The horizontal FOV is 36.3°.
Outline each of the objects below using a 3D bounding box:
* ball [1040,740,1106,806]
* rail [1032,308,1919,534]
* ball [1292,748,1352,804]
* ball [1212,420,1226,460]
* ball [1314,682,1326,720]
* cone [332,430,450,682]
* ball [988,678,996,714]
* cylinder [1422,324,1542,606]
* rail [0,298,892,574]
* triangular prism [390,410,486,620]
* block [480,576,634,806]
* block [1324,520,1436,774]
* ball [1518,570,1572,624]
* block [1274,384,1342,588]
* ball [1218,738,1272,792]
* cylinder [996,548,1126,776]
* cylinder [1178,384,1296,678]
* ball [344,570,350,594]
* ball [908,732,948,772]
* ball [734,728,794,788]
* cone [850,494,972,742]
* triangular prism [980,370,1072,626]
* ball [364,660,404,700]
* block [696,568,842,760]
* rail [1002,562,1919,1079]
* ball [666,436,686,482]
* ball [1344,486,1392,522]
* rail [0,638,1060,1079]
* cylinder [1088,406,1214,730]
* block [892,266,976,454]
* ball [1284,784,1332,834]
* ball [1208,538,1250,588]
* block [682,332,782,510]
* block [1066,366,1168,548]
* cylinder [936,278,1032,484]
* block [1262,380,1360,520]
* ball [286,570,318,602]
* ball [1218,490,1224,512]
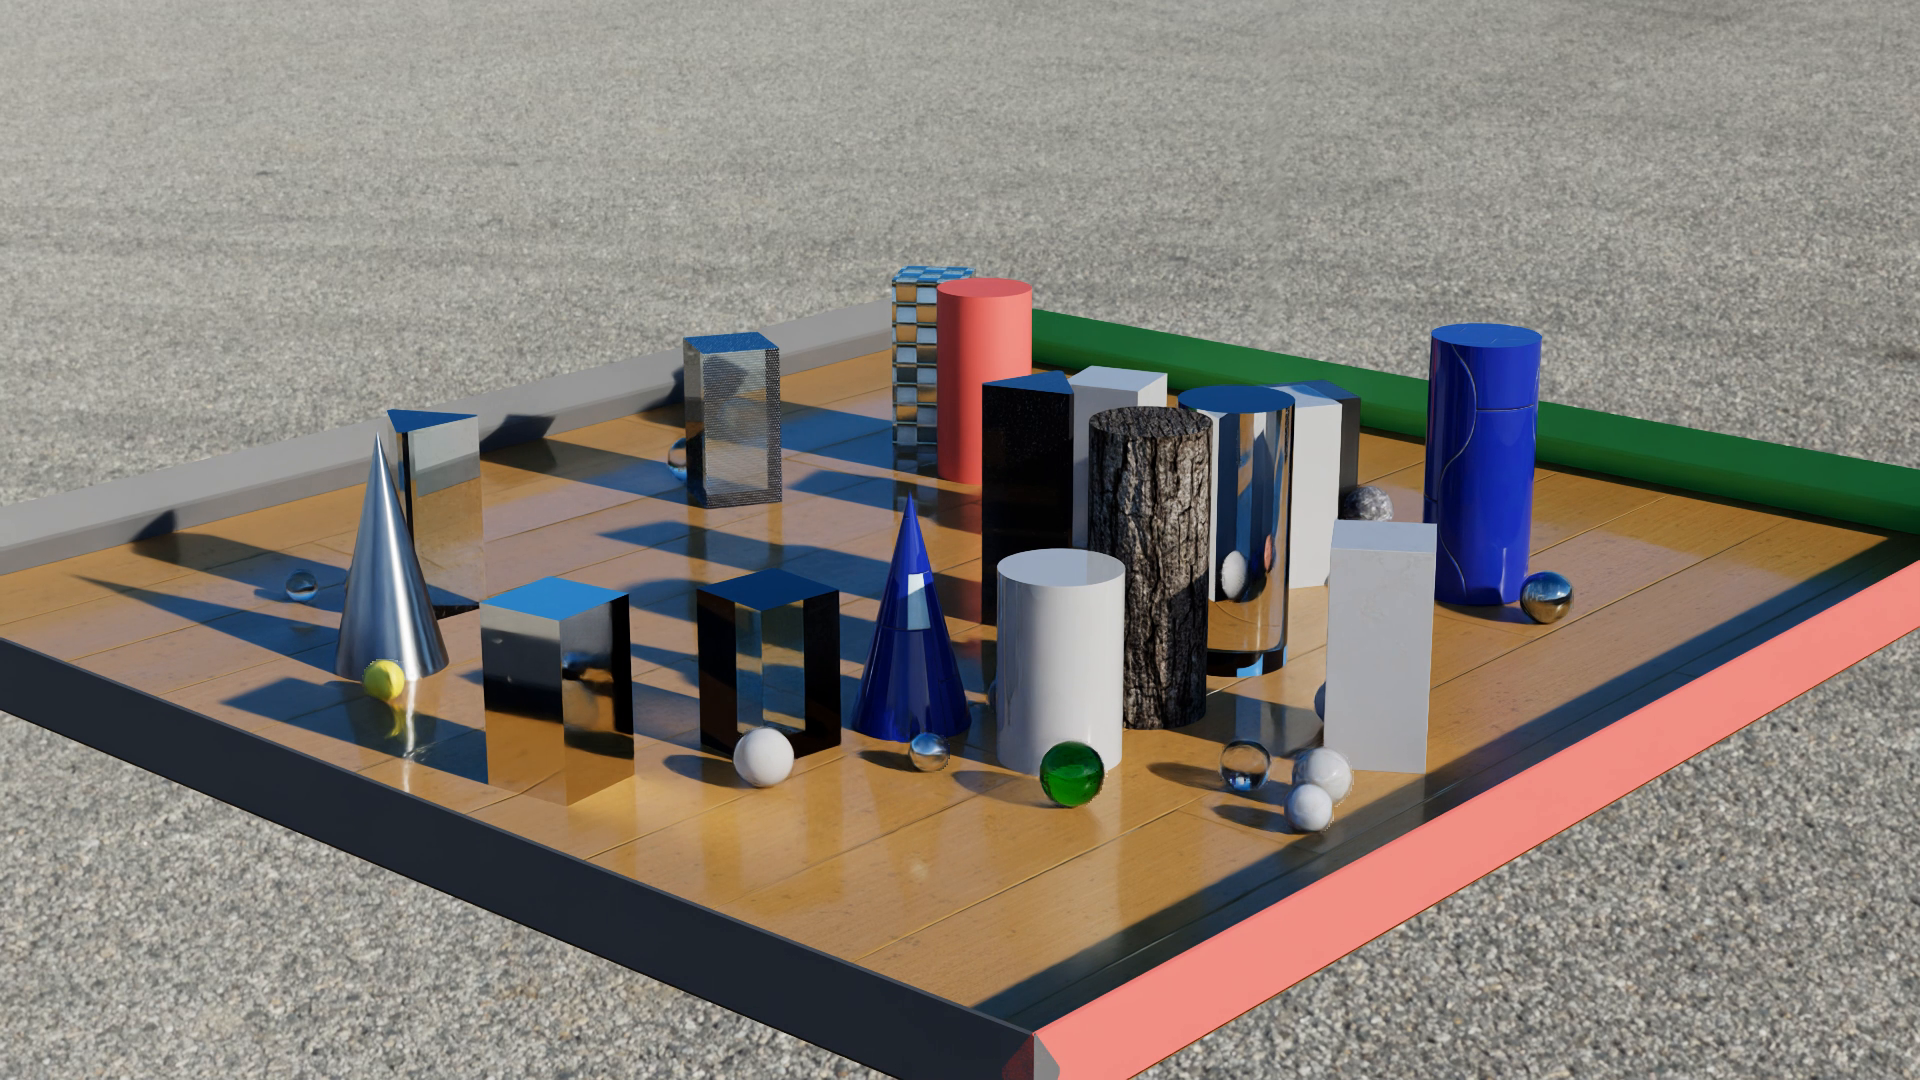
[{"bbox_3d":[0.160,0.332,4.175,0.094,0.094,0.094,0,17,0],"label":"ball"},{"bbox_3d":[0.925,-0.278,6.141,2.708,0.122,0.045,14,22,39],"label":"rail"},{"bbox_3d":[0.514,0.337,4.174,0.085,0.085,0.085,0,17,0],"label":"ball"},{"bbox_3d":[0.532,-0.204,5.976,0.078,0.078,0.078,0,17,0],"label":"ball"},{"bbox_3d":[0.579,0.249,4.487,0.073,0.073,0.073,0,17,0],"label":"ball"},{"bbox_3d":[-0.926,0.013,4.714,0.188,0.394,0.188,0,17,0],"label":"cone"},{"bbox_3d":[0.084,0.240,4.497,0.083,0.083,0.083,0,17,0],"label":"ball"},{"bbox_3d":[0.900,-0.132,5.081,0.188,0.457,0.188,0,17,0],"label":"cylinder"},{"bbox_3d":[-1.004,-0.222,5.956,0.045,0.122,2.870,14,22,39],"label":"rail"},{"bbox_3d":[-0.923,-0.046,5.003,0.141,0.339,0.163,16,23,42],"label":"triangular prism"},{"bbox_3d":[-0.581,0.216,4.238,0.150,0.279,0.150,11,20,32],"label":"block"},{"bbox_3d":[0.620,0.156,4.334,0.150,0.339,0.150,3,17,9],"label":"block"},{"bbox_3d":[0.992,0.097,4.963,0.090,0.090,0.090,0,17,0],"label":"ball"},{"bbox_3d":[0.567,-0.092,5.176,0.150,0.327,0.150,-6,18,-18],"label":"block"},{"bbox_3d":[0.412,0.325,4.232,0.075,0.075,0.075,0,17,0],"label":"ball"},{"bbox_3d":[0.148,0.180,4.332,0.188,0.294,0.188,0,17,0],"label":"cylinder"},{"bbox_3d":[0.440,-0.016,4.733,0.188,0.437,0.188,0,17,0],"label":"cylinder"},{"bbox_3d":[-1.006,0.078,5.017,0.094,0.094,0.094,0,17,0],"label":"ball"},{"bbox_3d":[-0.047,0.311,4.308,0.058,0.058,0.058,0,17,0],"label":"ball"},{"bbox_3d":[-0.284,0.315,4.245,0.087,0.087,0.087,0,17,0],"label":"ball"},{"bbox_3d":[-0.076,0.101,4.464,0.188,0.369,0.188,0,17,0],"label":"cone"},{"bbox_3d":[0.139,-0.067,4.937,0.163,0.417,0.141,8,18,24],"label":"triangular prism"},{"bbox_3d":[-0.903,0.220,4.599,0.063,0.063,0.063,0,17,0],"label":"ball"},{"bbox_3d":[-0.285,0.190,4.385,0.150,0.245,0.150,-15,23,-41],"label":"block"},{"bbox_3d":[1.004,0.283,4.286,0.045,0.122,2.870,14,22,39],"label":"rail"},{"bbox_3d":[-0.533,-0.159,5.800,0.093,0.093,0.093,0,17,0],"label":"ball"},{"bbox_3d":[0.760,-0.054,5.457,0.091,0.091,0.091,0,17,0],"label":"ball"},{"bbox_3d":[-0.925,0.339,4.101,2.708,0.122,0.045,14,22,39],"label":"rail"},{"bbox_3d":[0.289,0.042,4.499,0.188,0.462,0.188,0,17,0],"label":"cylinder"},{"bbox_3d":[-0.053,-0.371,6.042,0.150,0.360,0.150,2,17,8],"label":"block"},{"bbox_3d":[0.484,0.373,4.082,0.069,0.069,0.069,0,17,0],"label":"ball"},{"bbox_3d":[0.464,0.042,5.146,0.088,0.088,0.088,0,17,0],"label":"ball"},{"bbox_3d":[-0.441,-0.233,5.678,0.150,0.306,0.150,-6,18,-19],"label":"block"},{"bbox_3d":[0.282,-0.148,5.397,0.150,0.307,0.150,7,18,23],"label":"block"},{"bbox_3d":[0.048,-0.317,5.831,0.188,0.378,0.188,0,17,0],"label":"cylinder"},{"bbox_3d":[0.648,-0.157,5.520,0.150,0.252,0.150,-6,18,-19],"label":"block"},{"bbox_3d":[-1.140,0.080,5.076,0.055,0.055,0.055,0,17,0],"label":"ball"},{"bbox_3d":[0.525,-0.075,5.568,0.067,0.067,0.067,0,17,0],"label":"ball"}]
